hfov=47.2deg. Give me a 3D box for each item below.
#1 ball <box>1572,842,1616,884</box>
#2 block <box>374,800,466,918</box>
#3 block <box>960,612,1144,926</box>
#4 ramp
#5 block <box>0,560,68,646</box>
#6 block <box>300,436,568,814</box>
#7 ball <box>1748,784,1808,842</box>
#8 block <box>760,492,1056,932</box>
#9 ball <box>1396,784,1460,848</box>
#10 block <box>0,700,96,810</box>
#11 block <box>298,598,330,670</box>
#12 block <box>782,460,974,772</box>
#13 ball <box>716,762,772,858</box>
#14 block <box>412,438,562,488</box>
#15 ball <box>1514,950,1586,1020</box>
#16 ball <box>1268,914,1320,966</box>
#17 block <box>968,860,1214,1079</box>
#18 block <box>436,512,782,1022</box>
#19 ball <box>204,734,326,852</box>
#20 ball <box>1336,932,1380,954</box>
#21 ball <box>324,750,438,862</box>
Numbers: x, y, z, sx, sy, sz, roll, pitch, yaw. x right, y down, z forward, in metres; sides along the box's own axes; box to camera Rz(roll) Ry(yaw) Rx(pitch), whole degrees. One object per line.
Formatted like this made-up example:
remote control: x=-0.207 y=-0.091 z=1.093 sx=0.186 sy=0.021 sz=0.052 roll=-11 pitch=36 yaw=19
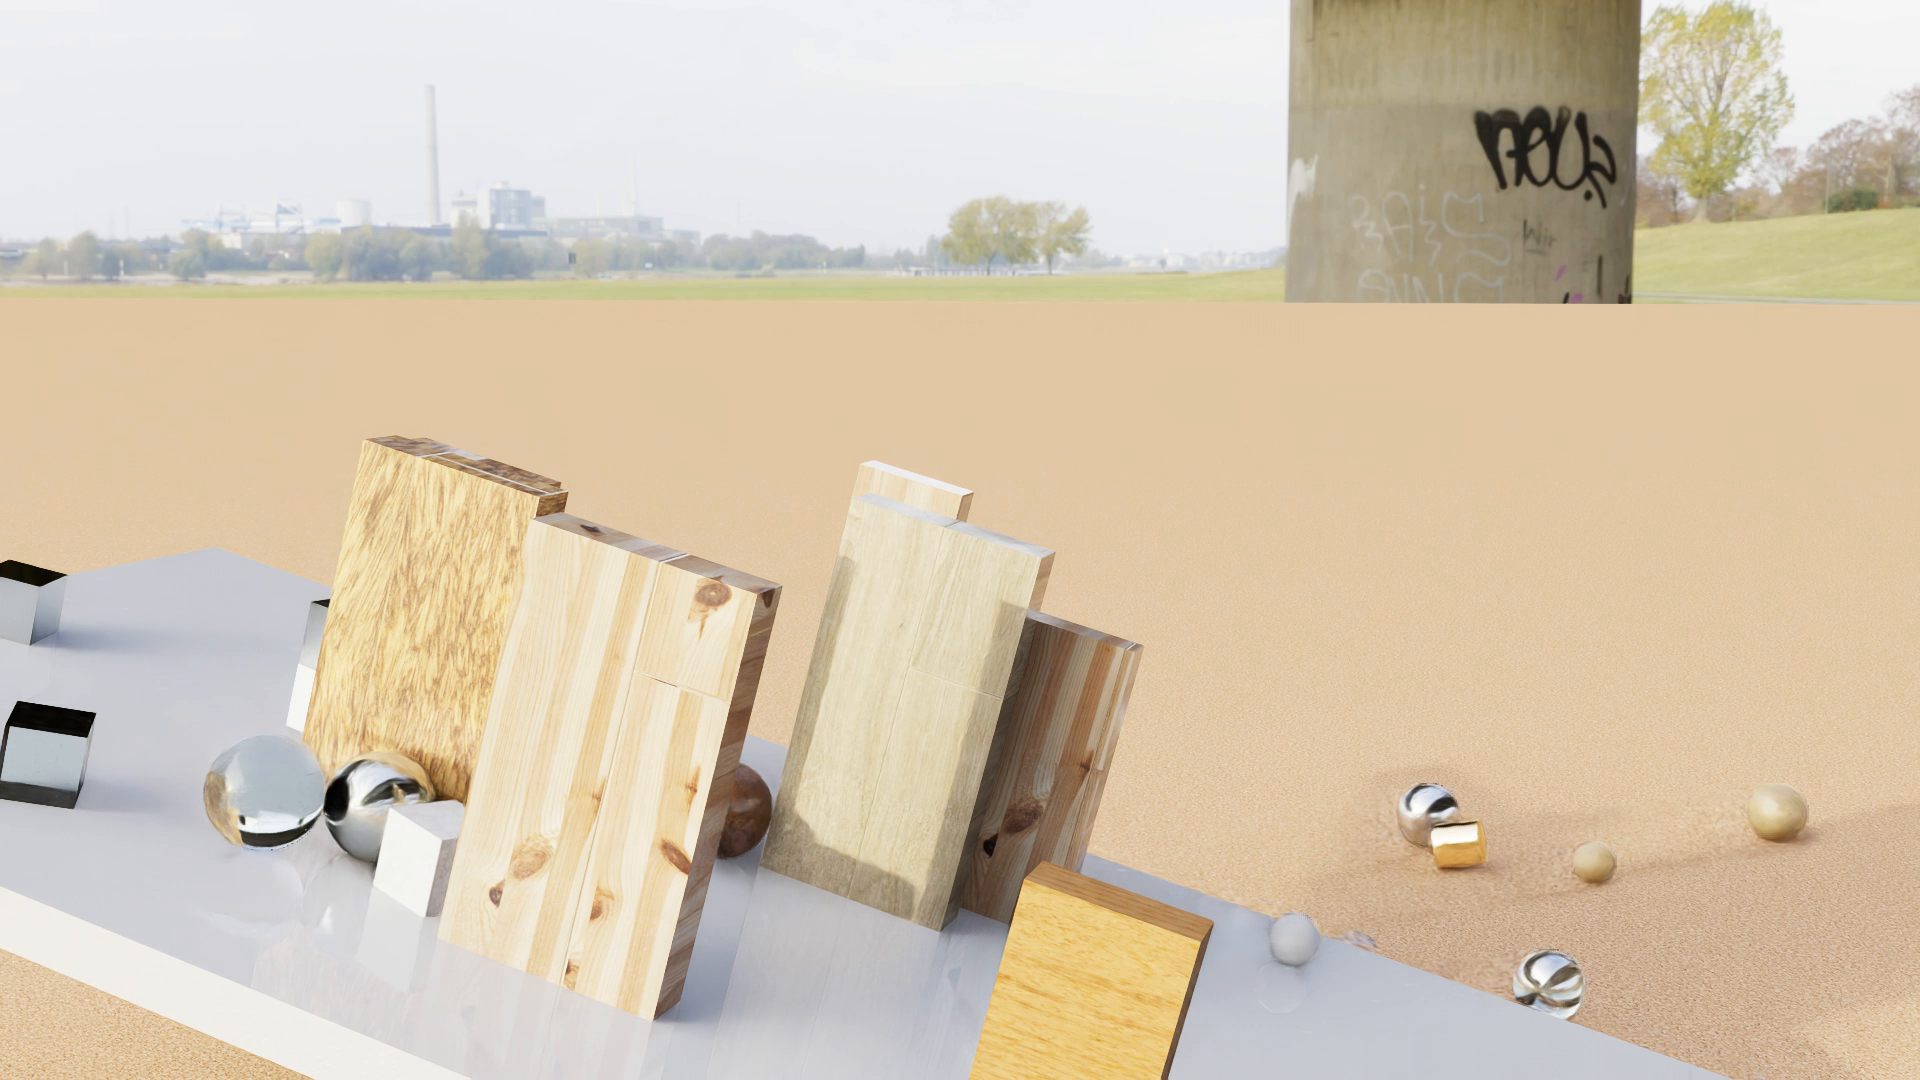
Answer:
ball: x=1.931 y=0.984 z=6.696 sx=0.124 sy=0.124 sz=0.124 roll=0 pitch=7 yaw=0
block: x=-0.922 y=0.564 z=3.901 sx=0.147 sy=0.147 sz=0.147 roll=23 pitch=13 yaw=35
block: x=0.166 y=0.478 z=4.492 sx=0.253 sy=0.626 sz=0.087 roll=18 pitch=11 yaw=15
ramp: x=-0.385 y=0.765 z=4.246 sx=4.000 sy=0.100 sz=2.000 roll=18 pitch=11 yaw=15
block: x=-2.001 y=0.132 z=4.679 sx=0.130 sy=0.130 sz=0.130 roll=15 pitch=11 yaw=0
block: x=-0.996 y=0.203 z=4.107 sx=0.369 sy=0.716 sz=0.114 roll=18 pitch=11 yaw=15
ball: x=2.674 y=0.893 z=7.197 sx=0.185 sy=0.185 sz=0.185 roll=0 pitch=7 yaw=0
block: x=-0.109 y=0.342 z=4.395 sx=0.399 sy=0.784 sz=0.114 roll=18 pitch=11 yaw=15
ball: x=1.513 y=0.893 z=7.114 sx=0.204 sy=0.204 sz=0.204 roll=0 pitch=7 yaw=0
block: x=-1.627 y=0.382 z=3.913 sx=0.135 sy=0.135 sz=0.135 roll=11 pitch=12 yaw=-17
block: x=-1.377 y=0.225 z=4.983 sx=0.148 sy=0.148 sz=0.148 roll=19 pitch=12 yaw=22
block: x=-0.189 y=0.217 z=5.001 sx=0.247 sy=0.751 sz=0.093 roll=18 pitch=11 yaw=15
ball: x=-0.479 y=0.543 z=4.444 sx=0.200 sy=0.200 sz=0.200 roll=0 pitch=7 yaw=0
block: x=-1.048 y=0.150 z=4.483 sx=0.320 sy=0.647 sz=0.111 roll=18 pitch=11 yaw=15
ball: x=1.463 y=1.107 z=5.459 sx=0.173 sy=0.173 sz=0.173 roll=0 pitch=7 yaw=0
ball: x=0.713 y=0.854 z=4.691 sx=0.111 sy=0.111 sz=0.111 roll=0 pitch=7 yaw=0
block: x=0.173 y=0.778 z=3.308 sx=0.274 sy=0.514 sz=0.109 roll=18 pitch=11 yaw=15
block: x=-0.592 y=0.376 z=3.683 sx=0.415 sy=0.751 sz=0.112 roll=18 pitch=11 yaw=15
ball: x=-1.234 y=0.448 z=3.908 sx=0.208 sy=0.208 sz=0.208 roll=0 pitch=7 yaw=0
ball: x=1.037 y=1.093 z=5.776 sx=0.127 sy=0.127 sz=0.127 roll=0 pitch=7 yaw=0
ball: x=-1.051 y=0.483 z=3.991 sx=0.202 sy=0.202 sz=0.202 roll=0 pitch=7 yaw=0
